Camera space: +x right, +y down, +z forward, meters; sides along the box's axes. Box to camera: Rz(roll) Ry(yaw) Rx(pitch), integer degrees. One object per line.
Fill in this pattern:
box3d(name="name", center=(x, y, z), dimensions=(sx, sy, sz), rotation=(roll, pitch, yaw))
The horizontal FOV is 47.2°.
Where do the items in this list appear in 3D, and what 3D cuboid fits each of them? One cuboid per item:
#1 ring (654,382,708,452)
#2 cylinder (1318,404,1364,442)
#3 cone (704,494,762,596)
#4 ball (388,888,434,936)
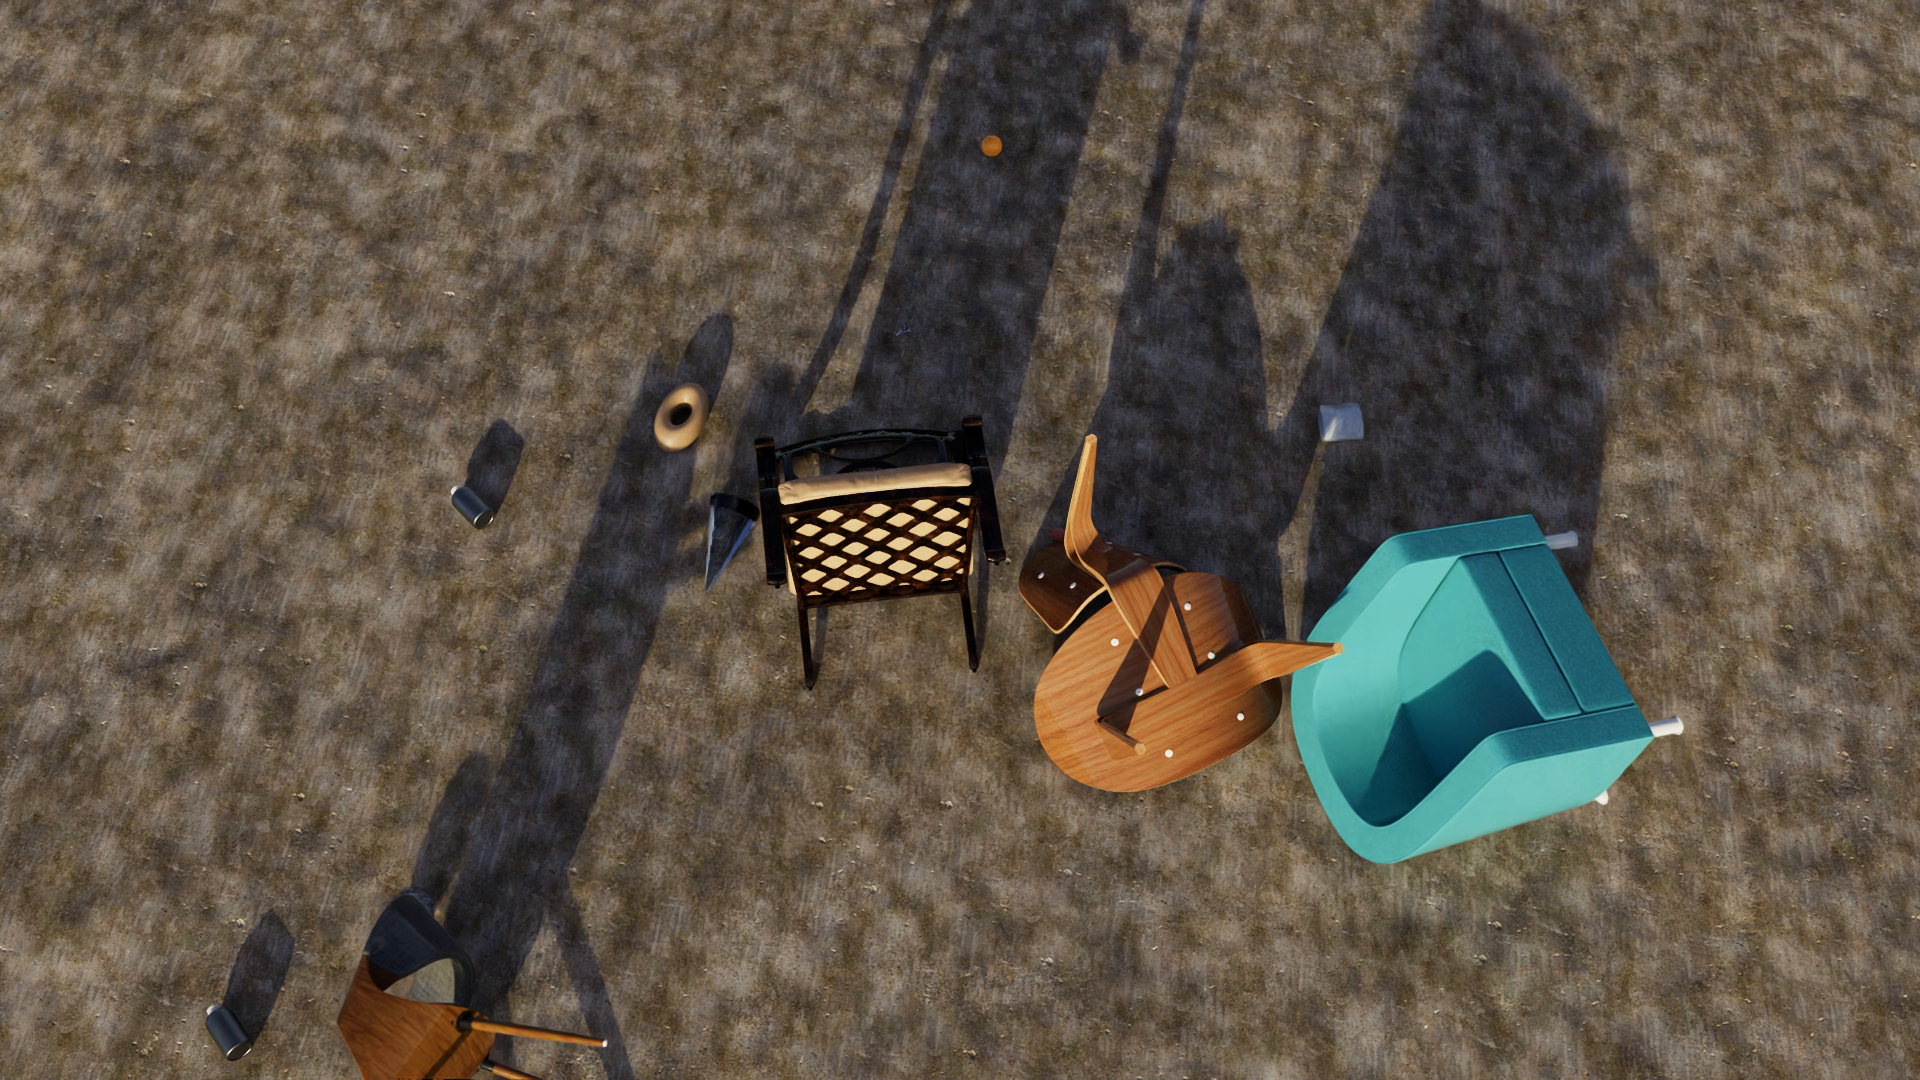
box3d(name="ring", center=(-0.859, -0.379, 6.777), dimensions=(0.151, 0.086, 0.260), rotation=(16, 57, 8))
box3d(name="cylinder", center=(1.173, -0.363, 6.777), dimensions=(0.122, 0.067, 0.122), rotation=(-4, 62, -3))
box3d(name="cone", center=(-0.709, 0.031, 6.510), dimensions=(0.162, 0.148, 0.299), rotation=(17, 71, -1))
box3d(name="ball", center=(-1.457, 0.988, 5.837), dimensions=(0.123, 0.123, 0.123), rotation=(0, 56, 0))
